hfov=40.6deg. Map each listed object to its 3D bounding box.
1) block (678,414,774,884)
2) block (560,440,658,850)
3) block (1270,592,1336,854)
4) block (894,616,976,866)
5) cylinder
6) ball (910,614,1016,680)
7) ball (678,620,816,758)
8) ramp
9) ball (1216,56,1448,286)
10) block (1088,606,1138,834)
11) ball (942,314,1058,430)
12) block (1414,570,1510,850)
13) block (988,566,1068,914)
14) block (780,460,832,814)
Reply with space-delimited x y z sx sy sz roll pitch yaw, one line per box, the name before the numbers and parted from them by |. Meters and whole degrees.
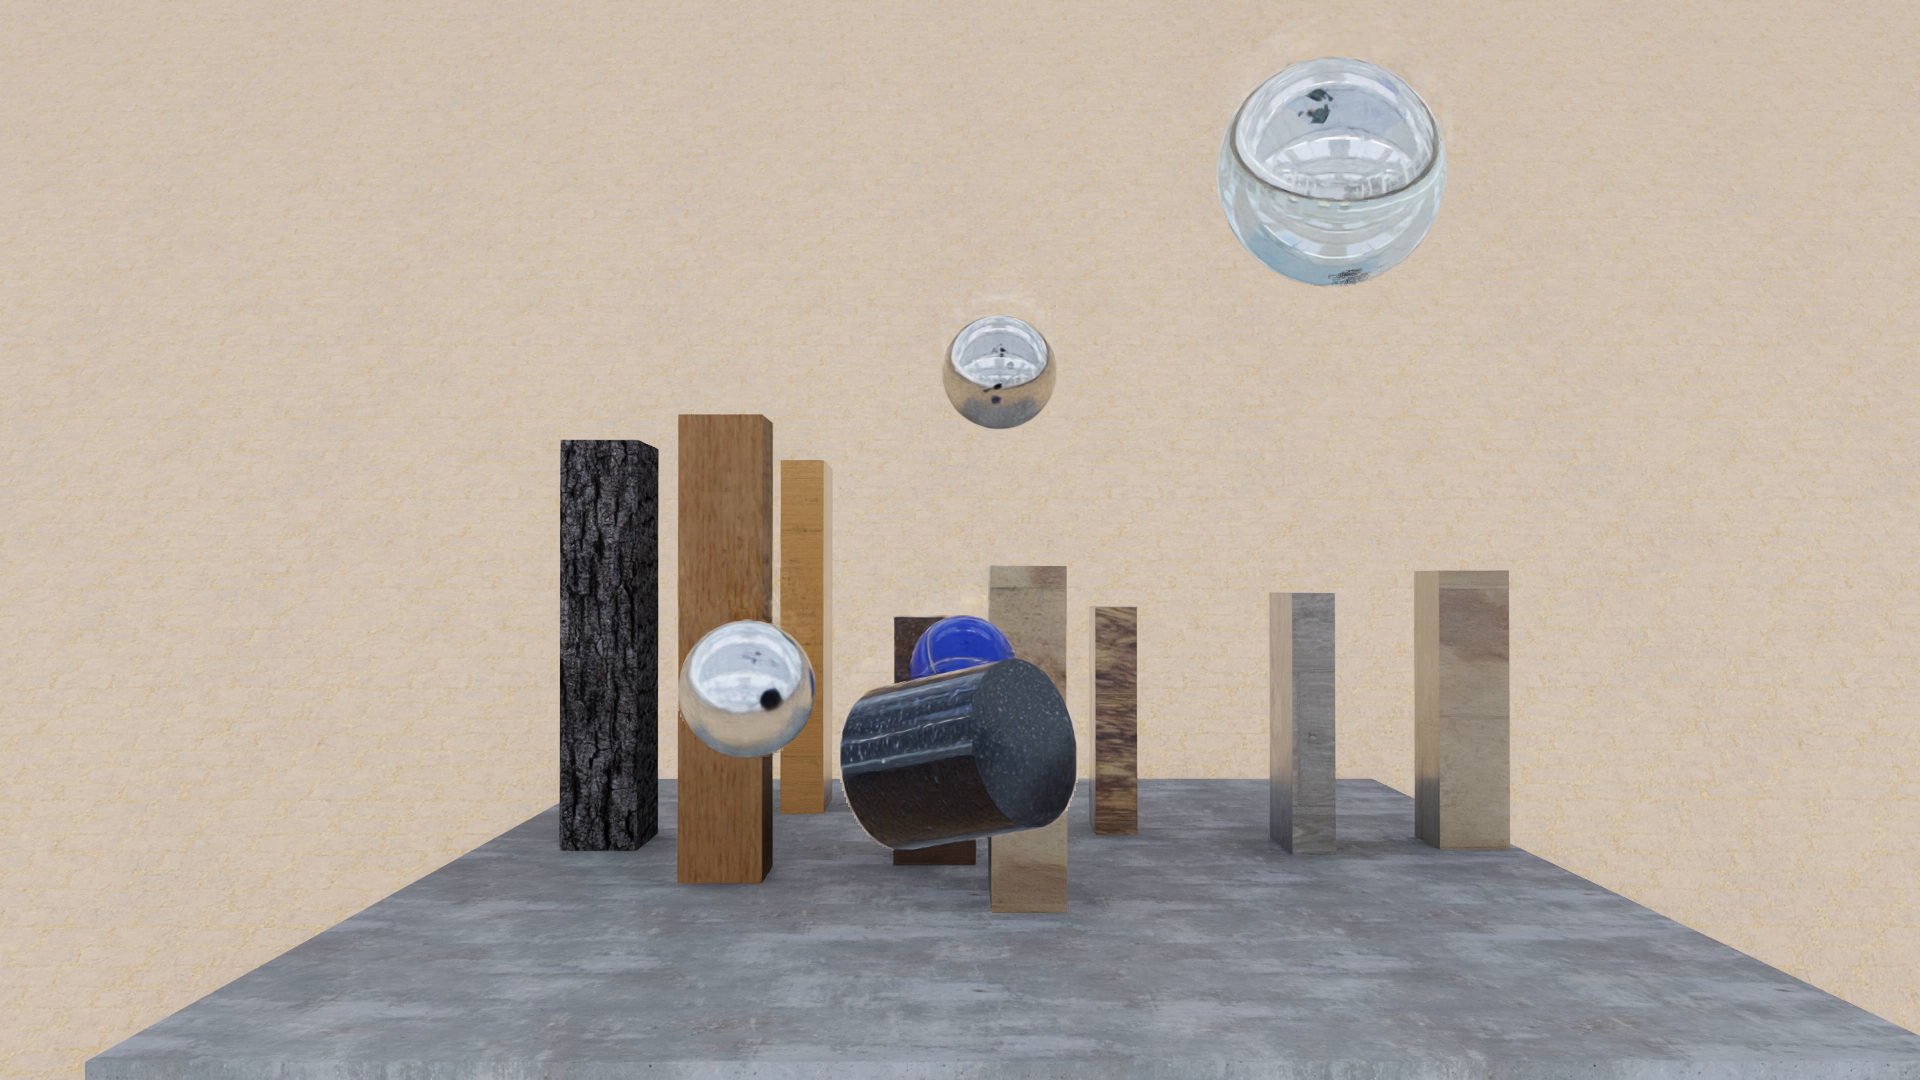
block | -0.407 0.186 4.520 0.143 0.794 0.252 0 -1 0
block | -0.687 0.202 5.103 0.147 0.781 0.346 0 -1 0
block | 0.661 0.347 5.022 0.080 0.489 0.352 0 -1 0
block | -0.046 0.365 4.830 0.148 0.446 0.326 0 -1 0
cylinder | -0.001 0.199 2.393 0.155 0.155 0.155 -15 20 37
ball | 0.004 0.142 2.866 0.118 0.118 0.118 0 33 0
ball | -0.217 0.152 2.642 0.140 0.140 0.140 0 33 0
ramp | 0.073 0.637 4.745 2.000 0.100 4.000 0 -1 0
ball | 0.335 -0.332 2.337 0.206 0.206 0.206 0 33 0
block | 0.316 0.367 5.368 0.084 0.459 0.255 0 -1 0
ball | 0.047 -0.201 3.095 0.137 0.137 0.137 0 33 0
block | 0.979 0.326 5.071 0.134 0.532 0.271 0 -1 0
block | 0.106 0.311 4.212 0.116 0.534 0.441 0 -1 0
block | -0.349 0.217 5.922 0.095 0.780 0.401 0 -1 0
